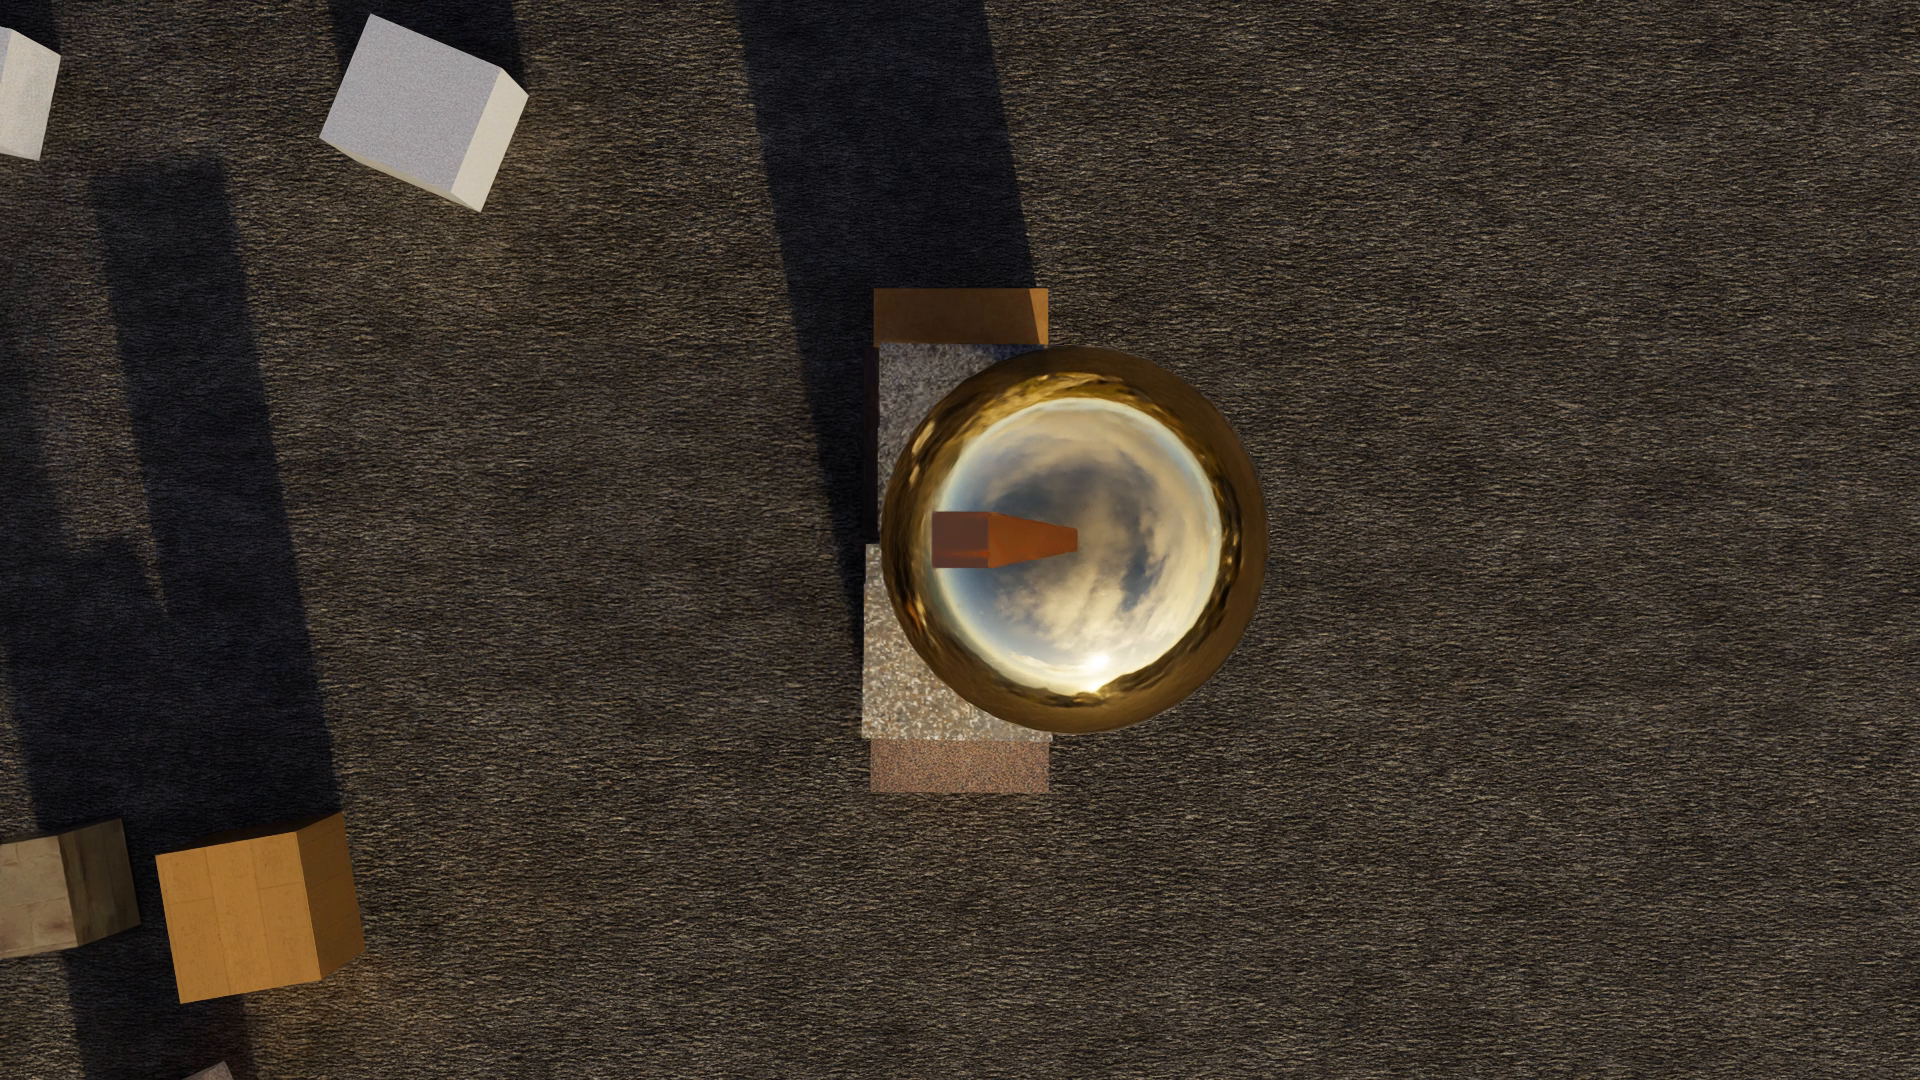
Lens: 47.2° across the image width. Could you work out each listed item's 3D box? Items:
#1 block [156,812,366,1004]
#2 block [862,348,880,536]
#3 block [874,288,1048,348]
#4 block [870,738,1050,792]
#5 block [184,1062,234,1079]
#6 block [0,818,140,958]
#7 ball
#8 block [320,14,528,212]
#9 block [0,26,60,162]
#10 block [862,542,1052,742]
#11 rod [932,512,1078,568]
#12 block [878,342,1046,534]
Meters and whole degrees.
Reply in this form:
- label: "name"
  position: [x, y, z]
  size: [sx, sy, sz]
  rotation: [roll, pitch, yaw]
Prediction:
- label: "block"
  position: [-3.971, 2.078, 12.548]
  size: [0.786, 0.903, 0.828]
  rotation: [-10, 90, 0]
- label: "block"
  position: [-0.016, -0.487, 11.428]
  size: [0.936, 1.010, 0.937]
  rotation: [0, 90, 0]
- label: "block"
  position: [0.005, -0.883, 12.466]
  size: [0.946, 1.067, 0.965]
  rotation: [0, 90, 0]
- label: "block"
  position: [0.000, 0.918, 12.456]
  size: [0.965, 1.089, 0.897]
  rotation: [0, 90, 0]
- label: "block"
  position: [-4.586, 3.586, 12.639]
  size: [0.857, 0.722, 0.730]
  rotation: [-24, 90, 0]
- label: "block"
  position: [-5.169, 1.997, 12.649]
  size: [0.514, 0.600, 0.634]
  rotation: [-10, 90, 13]
- label: "ball"
  position: [0.466, 0.000, 9.062]
  size: [1.600, 1.600, 1.600]
  rotation: [0, 90, 0]
- label: "block"
  position: [-3.057, -2.432, 12.616]
  size: [0.790, 0.769, 0.748]
  rotation: [22, 90, 0]
- label: "block"
  position: [-5.750, -2.630, 12.662]
  size: [0.757, 0.676, 0.637]
  rotation: [12, 90, 0]
- label: "block"
  position: [-0.007, 0.471, 10.532]
  size: [0.871, 0.883, 0.896]
  rotation: [1, 90, 0]
- label: "rod"
  position: [0.202, 0.000, 5.672]
  size: [0.080, 5.200, 0.080]
  rotation: [0, 90, 4]
- label: "block"
  position: [0.006, -0.463, 10.493]
  size: [0.759, 0.859, 0.871]
  rotation: [1, 90, 0]
